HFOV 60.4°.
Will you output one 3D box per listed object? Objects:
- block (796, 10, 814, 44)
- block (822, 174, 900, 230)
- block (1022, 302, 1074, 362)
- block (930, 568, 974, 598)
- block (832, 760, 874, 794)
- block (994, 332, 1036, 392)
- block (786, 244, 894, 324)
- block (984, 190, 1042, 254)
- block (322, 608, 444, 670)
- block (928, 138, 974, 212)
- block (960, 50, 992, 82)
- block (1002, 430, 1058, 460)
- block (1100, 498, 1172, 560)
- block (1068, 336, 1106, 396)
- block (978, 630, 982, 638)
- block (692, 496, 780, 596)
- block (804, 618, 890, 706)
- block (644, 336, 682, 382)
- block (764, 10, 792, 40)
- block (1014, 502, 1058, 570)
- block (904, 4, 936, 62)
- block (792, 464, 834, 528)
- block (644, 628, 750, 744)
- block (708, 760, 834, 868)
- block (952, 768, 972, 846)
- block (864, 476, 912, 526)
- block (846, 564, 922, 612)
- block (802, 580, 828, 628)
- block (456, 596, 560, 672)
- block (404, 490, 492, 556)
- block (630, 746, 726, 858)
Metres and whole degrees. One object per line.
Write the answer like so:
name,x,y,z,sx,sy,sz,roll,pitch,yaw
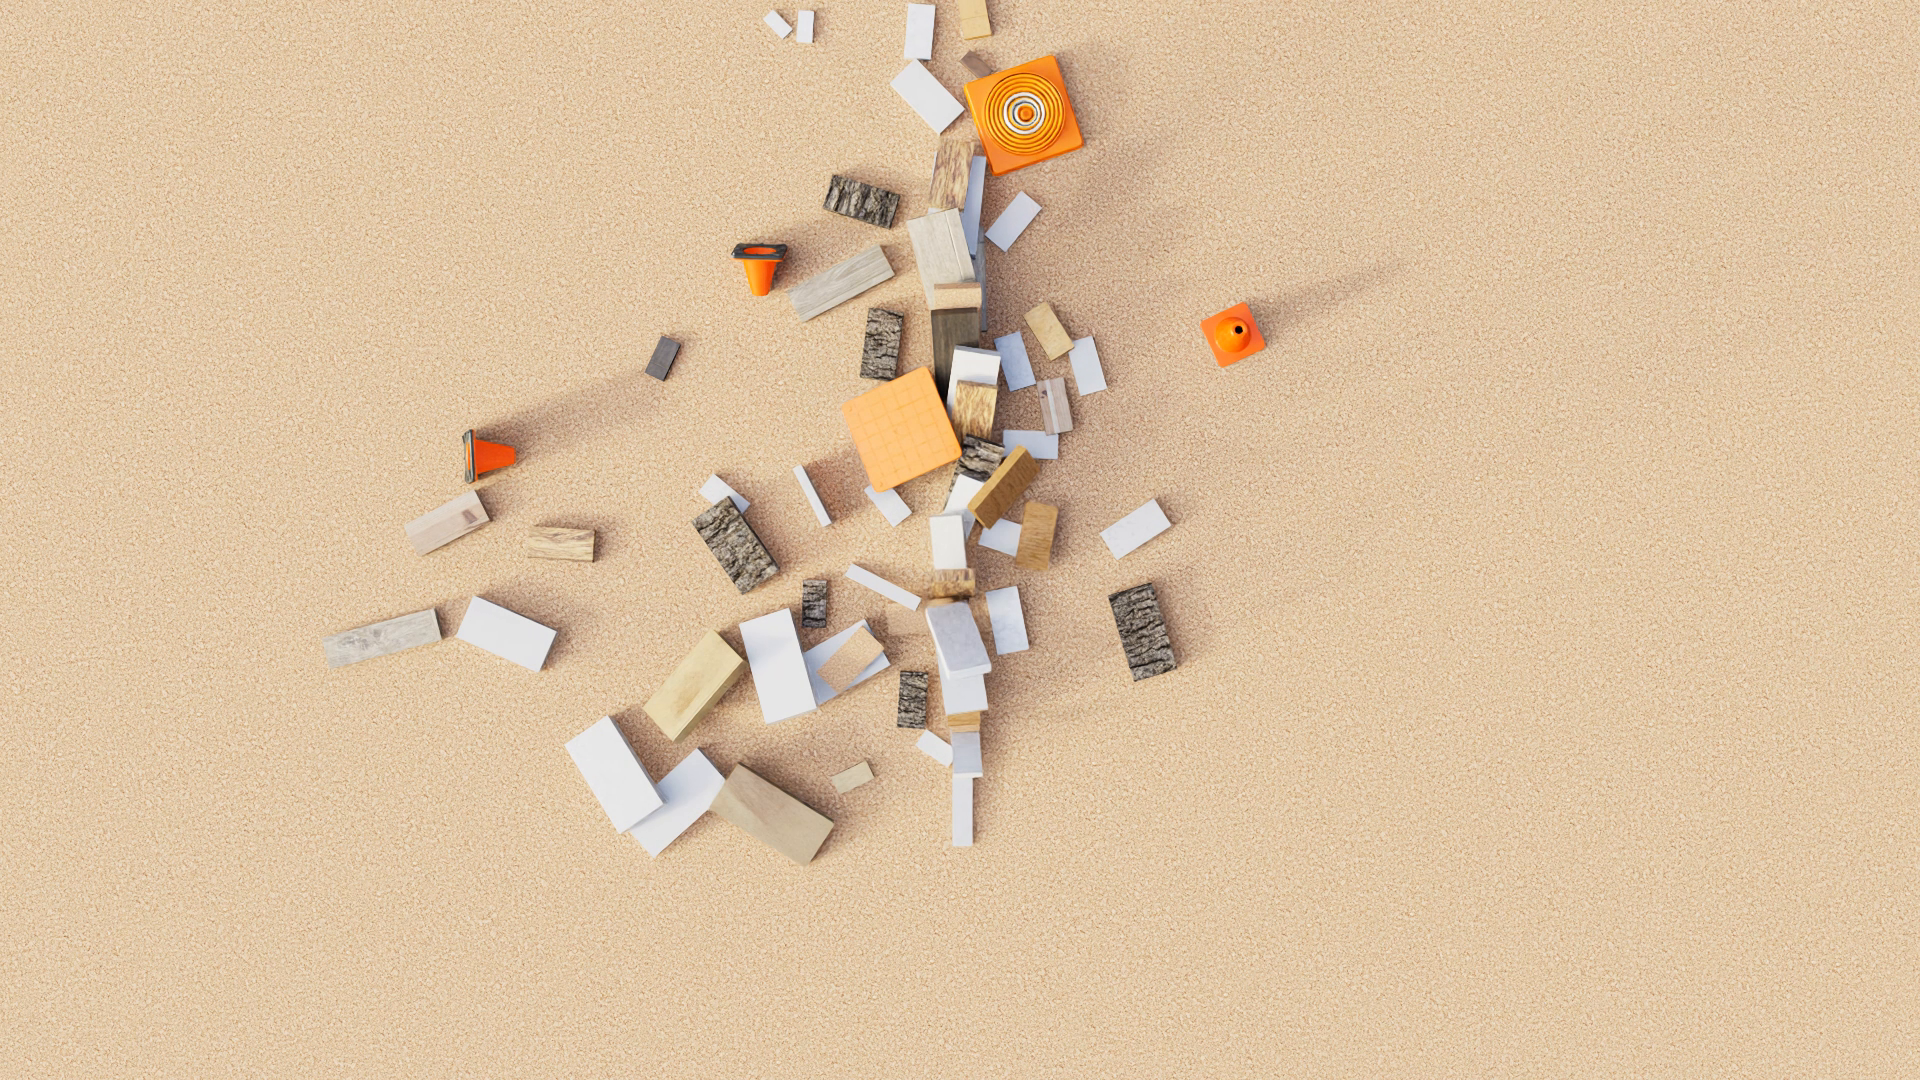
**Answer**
block,-0.514,-1.709,5.493,0.051,0.015,0.103,4,90,0
block,-0.328,-1.124,5.483,0.233,0.033,0.117,17,90,0
block,0.294,-0.691,5.472,0.091,0.026,0.182,-31,81,1
block,-0.022,0.142,5.360,0.139,0.278,0.039,0,77,0
block,-0.357,0.790,5.491,0.130,0.018,0.065,-25,90,0
block,0.182,-0.593,5.487,0.091,0.026,0.182,-18,90,0
block,-0.397,-0.852,5.483,0.345,0.033,0.117,-27,90,0
block,0.177,-1.058,5.487,0.089,0.025,0.191,40,90,0
block,-1.918,0.328,5.485,0.384,0.030,0.108,-15,90,0
block,-0.027,-1.200,5.419,0.117,0.033,0.235,9,79,2
block,0.054,-1.578,5.493,0.103,0.015,0.051,42,90,0
block,0.234,-0.317,5.487,0.182,0.026,0.091,2,90,0
block,0.582,-0.036,5.485,0.213,0.030,0.107,-33,90,0
block,0.420,-0.578,5.487,0.091,0.026,0.182,-16,90,0
block,0.007,0.340,5.490,0.137,0.019,0.068,-4,90,0
block,-0.743,0.018,5.464,0.149,0.042,0.298,-34,92,7
block,-0.425,0.423,5.475,0.348,0.049,0.174,-29,90,0
block,-0.989,-0.604,5.490,0.068,0.019,0.137,25,90,0
block,-0.606,-1.717,5.493,0.046,0.013,0.092,-44,90,0
block,0.253,-0.012,5.455,0.107,0.030,0.213,11,90,0
block,-0.134,-1.689,5.487,0.089,0.025,0.178,5,90,0
block,-0.484,-0.145,5.446,0.030,0.108,0.215,-27,90,0
block,-0.870,0.481,5.436,0.175,0.049,0.349,41,90,29
block,-0.621,0.906,5.448,0.379,0.049,0.174,33,90,-8
block,0.008,0.844,5.480,0.065,0.018,0.343,0,93,-4
block,-0.239,-0.128,5.489,0.079,0.022,0.158,-39,90,0
block,-0.254,0.157,5.475,0.262,0.013,0.046,26,80,6
block,-0.484,0.212,5.489,0.079,0.022,0.158,1,90,0
block,-1.502,0.312,5.479,0.298,0.042,0.149,24,90,0
block,-1.702,-0.055,5.483,0.263,0.033,0.117,-27,90,0
block,-0.941,0.870,5.475,0.349,0.049,0.175,-42,90,0
